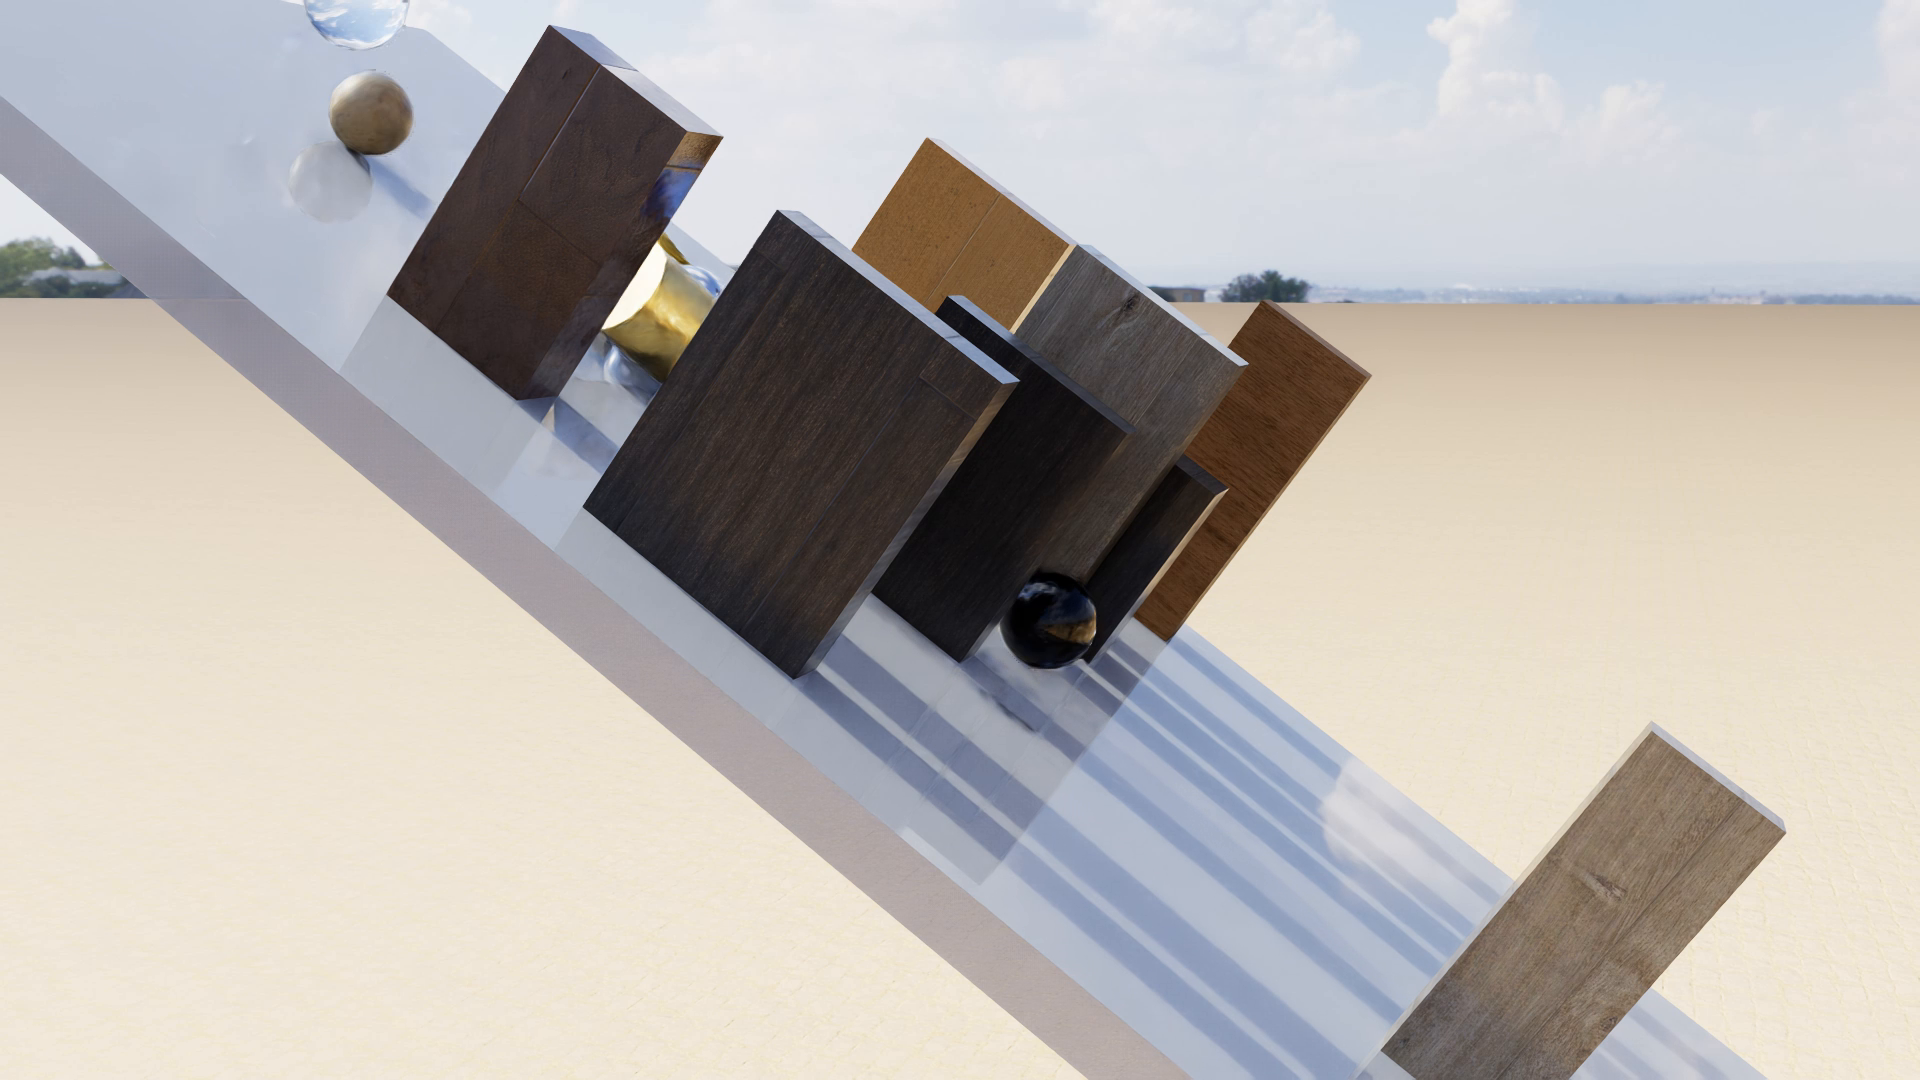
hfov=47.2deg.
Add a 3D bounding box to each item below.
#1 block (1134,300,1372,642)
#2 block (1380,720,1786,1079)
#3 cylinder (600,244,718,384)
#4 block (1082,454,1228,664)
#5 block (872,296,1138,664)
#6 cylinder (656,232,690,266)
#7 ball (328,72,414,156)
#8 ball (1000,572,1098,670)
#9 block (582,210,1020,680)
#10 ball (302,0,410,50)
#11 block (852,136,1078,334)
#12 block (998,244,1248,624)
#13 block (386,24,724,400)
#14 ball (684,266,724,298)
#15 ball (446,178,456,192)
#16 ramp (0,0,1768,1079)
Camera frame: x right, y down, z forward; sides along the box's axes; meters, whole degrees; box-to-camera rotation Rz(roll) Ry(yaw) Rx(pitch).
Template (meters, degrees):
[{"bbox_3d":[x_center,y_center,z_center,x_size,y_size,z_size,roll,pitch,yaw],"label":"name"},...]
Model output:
[{"bbox_3d":[0.551,-0.147,4.700,0.271,0.707,0.106,38,16,10],"label":"block"},{"bbox_3d":[0.956,0.615,3.403,0.242,0.664,0.084,38,16,10],"label":"block"},{"bbox_3d":[-0.549,-0.411,3.994,0.189,0.189,0.189,6,-26,42],"label":"cylinder"},{"bbox_3d":[0.281,-0.014,4.293,0.274,0.415,0.143,38,16,10],"label":"block"},{"bbox_3d":[0.002,-0.106,3.817,0.389,0.500,0.089,38,16,10],"label":"block"},{"bbox_3d":[-0.623,-0.566,4.466,0.109,0.109,0.109,-7,49,-46],"label":"cylinder"},{"bbox_3d":[-1.115,-0.808,4.169,0.157,0.157,0.157,0,7,0],"label":"ball"},{"bbox_3d":[0.161,0.147,4.012,0.178,0.178,0.178,0,7,0],"label":"ball"},{"bbox_3d":[-0.245,-0.143,3.305,0.427,0.554,0.092,38,16,10],"label":"block"},{"bbox_3d":[-1.151,-1.034,4.192,0.198,0.198,0.198,0,7,0],"label":"ball"},{"bbox_3d":[-0.077,-0.477,4.556,0.371,0.596,0.098,38,16,10],"label":"block"},{"bbox_3d":[0.188,-0.174,4.115,0.372,0.657,0.105,38,16,10],"label":"block"},{"bbox_3d":[-0.667,-0.532,3.609,0.293,0.528,0.145,38,16,10],"label":"block"},{"bbox_3d":[-0.538,-0.459,4.345,0.165,0.165,0.165,0,7,0],"label":"ball"},{"bbox_3d":[-0.902,-0.634,4.147,0.136,0.136,0.136,0,7,0],"label":"ball"},{"bbox_3d":[-0.072,0.137,4.073,4.000,0.100,2.000,38,16,10],"label":"ramp"}]
